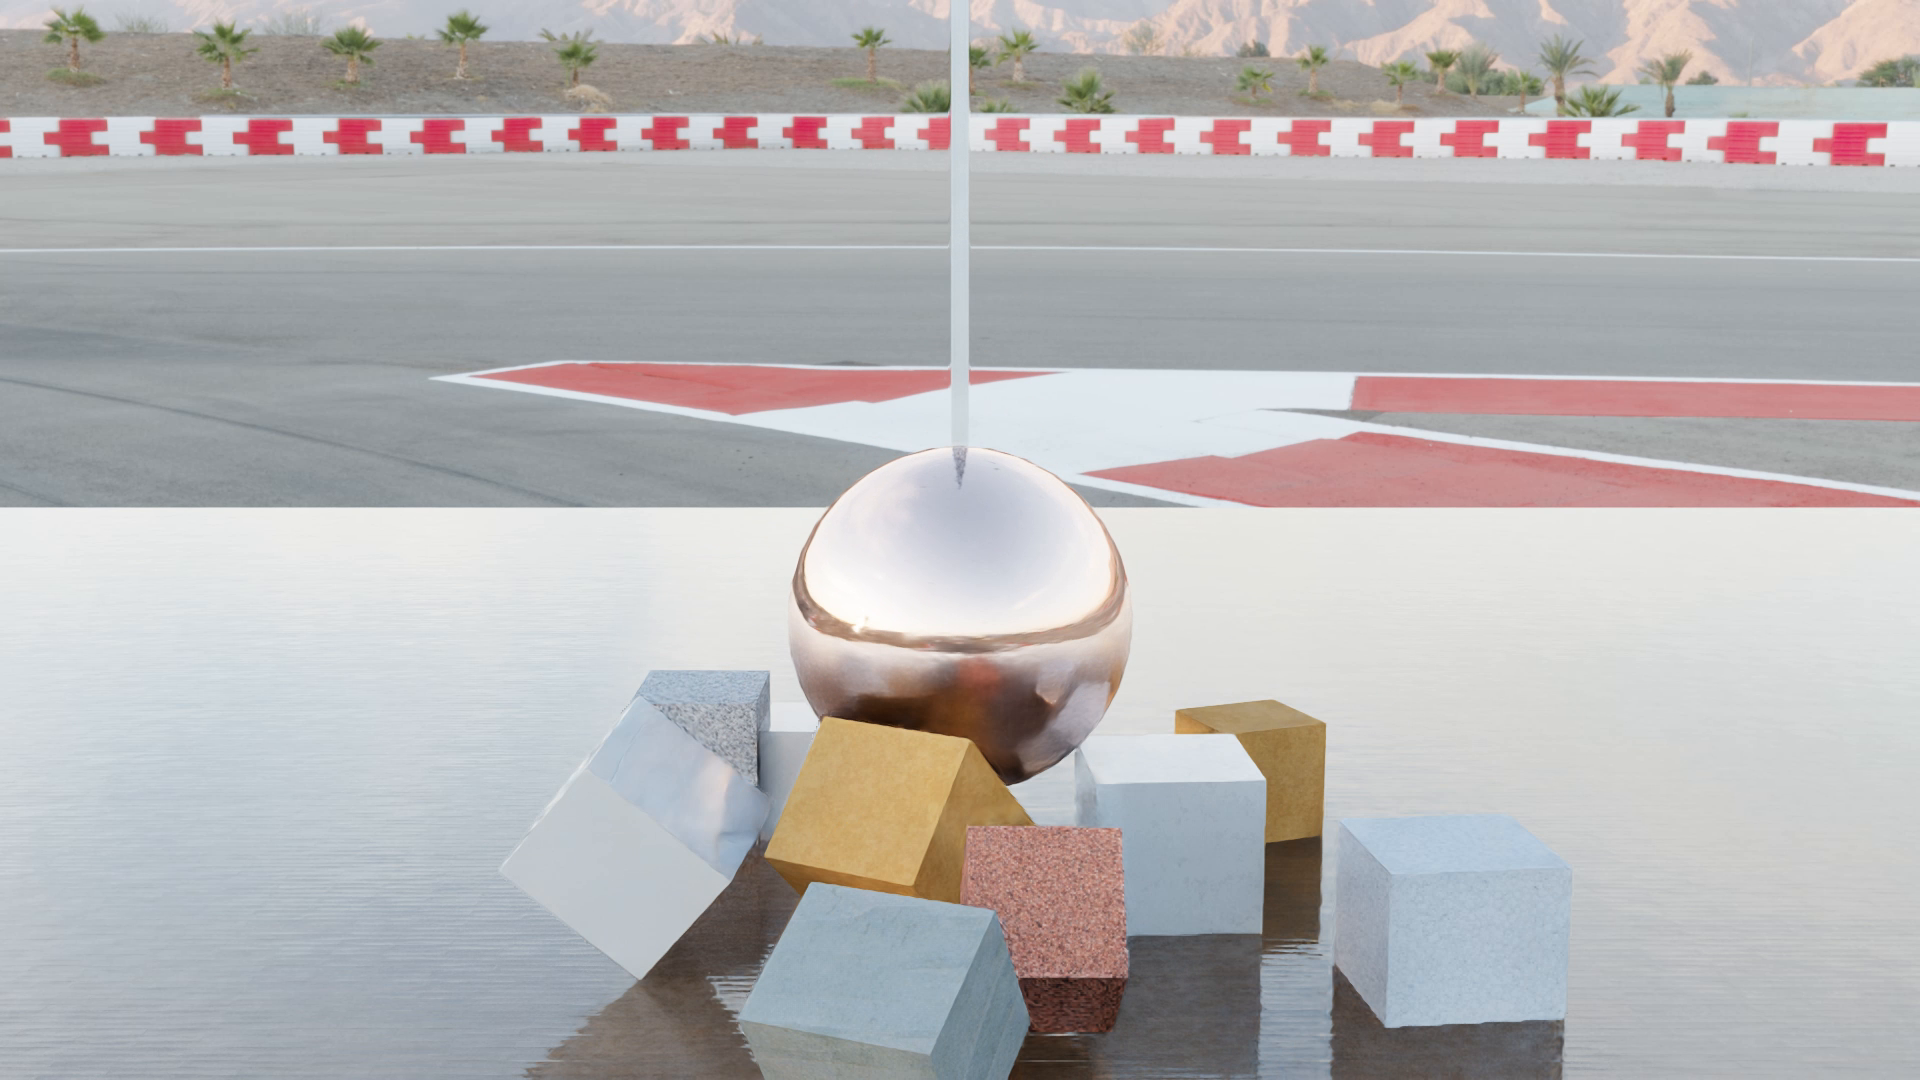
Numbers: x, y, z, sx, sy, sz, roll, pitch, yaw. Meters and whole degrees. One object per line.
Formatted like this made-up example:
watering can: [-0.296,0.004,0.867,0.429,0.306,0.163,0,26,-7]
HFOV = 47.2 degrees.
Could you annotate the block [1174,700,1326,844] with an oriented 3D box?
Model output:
block: [1.487,1.196,11.335,0.581,0.592,0.532,-4,11,-22]

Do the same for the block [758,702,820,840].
block: [-0.752,1.195,11.388,0.505,0.575,0.576,0,10,3]

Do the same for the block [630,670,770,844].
block: [-1.331,1.114,11.398,0.633,0.731,0.700,0,10,1]

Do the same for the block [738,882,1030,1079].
block: [-0.250,1.702,7.788,0.729,0.631,0.625,5,43,24]

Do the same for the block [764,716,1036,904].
block: [-0.243,1.301,9.503,0.737,0.685,0.791,6,-31,30]

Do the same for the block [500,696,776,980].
block: [-1.371,1.269,9.418,0.755,0.688,0.652,39,25,-6]

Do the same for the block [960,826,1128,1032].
block: [0.310,1.499,8.445,0.584,0.592,0.627,1,-30,-2]

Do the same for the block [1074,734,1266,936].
block: [0.953,1.349,10.159,0.759,0.712,0.786,-1,10,-4]

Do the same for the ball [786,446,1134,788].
ball: [0.000,0.367,10.151,1.600,1.600,1.600,0,10,0]

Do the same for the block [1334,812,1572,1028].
block: [2.034,1.567,9.157,0.748,0.641,0.729,-1,10,-7]

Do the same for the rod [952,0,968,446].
rod: [0.000,-3.033,10.154,0.080,5.200,0.080,0,0,0]
